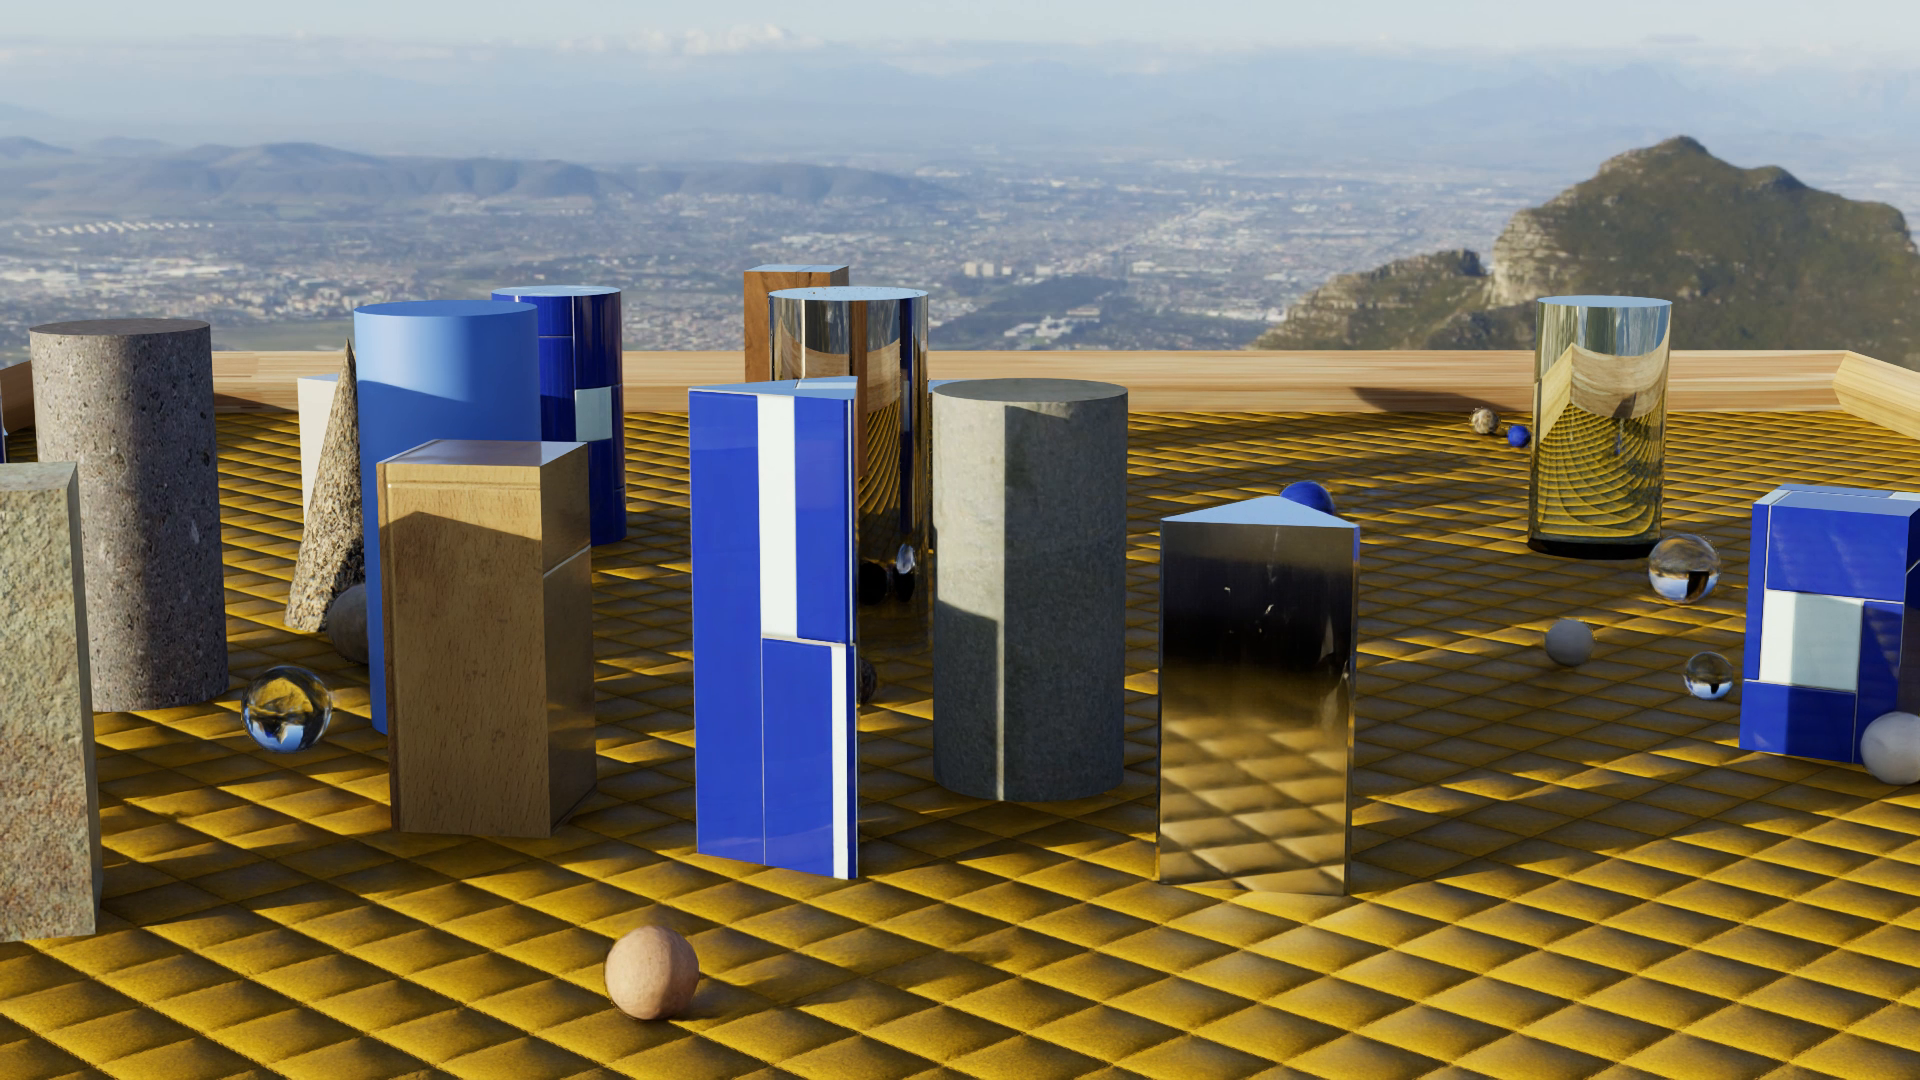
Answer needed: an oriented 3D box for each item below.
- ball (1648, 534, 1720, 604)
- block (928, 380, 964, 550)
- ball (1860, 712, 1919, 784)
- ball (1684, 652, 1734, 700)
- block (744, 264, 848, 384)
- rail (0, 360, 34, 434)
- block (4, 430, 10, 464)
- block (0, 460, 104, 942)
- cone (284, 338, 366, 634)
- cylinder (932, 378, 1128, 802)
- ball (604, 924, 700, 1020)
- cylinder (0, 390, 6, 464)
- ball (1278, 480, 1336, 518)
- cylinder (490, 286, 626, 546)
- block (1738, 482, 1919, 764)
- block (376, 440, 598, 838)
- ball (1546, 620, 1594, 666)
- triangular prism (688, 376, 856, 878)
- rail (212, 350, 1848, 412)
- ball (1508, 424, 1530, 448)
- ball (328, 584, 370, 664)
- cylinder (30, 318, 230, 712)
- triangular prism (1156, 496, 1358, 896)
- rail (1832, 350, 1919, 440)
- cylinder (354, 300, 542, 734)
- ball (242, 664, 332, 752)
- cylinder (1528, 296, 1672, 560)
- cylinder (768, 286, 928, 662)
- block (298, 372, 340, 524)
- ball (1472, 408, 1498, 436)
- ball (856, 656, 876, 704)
[{"bbox_3d":[0.990,0.039,3.511,0.096,0.096,0.096,0,10,0],"label":"ball"},{"bbox_3d":[-0.030,-0.119,3.967,0.158,0.240,0.158,-1,11,-8],"label":"block"},{"bbox_3d":[0.963,0.213,2.629,0.075,0.075,0.075,0,10,0],"label":"ball"},{"bbox_3d":[0.870,0.158,2.980,0.056,0.056,0.056,0,10,0],"label":"ball"},{"bbox_3d":[-0.296,-0.315,4.690,0.158,0.363,0.158,2,11,10],"label":"block"},{"bbox_3d":[-1.874,0.035,3.438,0.045,0.129,4.066,0,10,0],"label":"rail"},{"bbox_3d":[-1.203,0.022,3.028,0.158,0.306,0.158,-5,11,-23],"label":"block"},{"bbox_3d":[-0.832,0.136,2.197,0.158,0.383,0.158,-3,11,-15],"label":"block"},{"bbox_3d":[-0.802,-0.082,3.394,0.198,0.376,0.198,0,10,0],"label":"cone"},{"bbox_3d":[0.071,0.046,2.629,0.198,0.403,0.198,0,10,0],"label":"cylinder"},{"bbox_3d":[-0.238,0.334,1.982,0.073,0.073,0.073,0,10,0],"label":"ball"},{"bbox_3d":[-1.044,0.024,2.542,0.198,0.480,0.198,0,10,0],"label":"cylinder"},{"bbox_3d":[0.534,-0.045,3.976,0.093,0.093,0.093,0,10,0],"label":"ball"},{"bbox_3d":[-0.621,-0.194,3.980,0.198,0.385,0.198,0,10,0],"label":"cylinder"},{"bbox_3d":[0.948,0.088,2.775,0.158,0.268,0.158,6,12,29],"label":"block"},{"bbox_3d":[-0.458,0.092,2.504,0.158,0.359,0.158,1,11,8],"label":"block"},{"bbox_3d":[0.747,0.126,3.144,0.058,0.058,0.058,0,10,0],"label":"ball"},{"bbox_3d":[-0.136,0.073,2.391,0.171,0.438,0.148,6,12,28],"label":"triangular prism"},{"bbox_3d":[-0.012,-0.333,5.424,3.796,0.129,0.045,0,10,0],"label":"rail"},{"bbox_3d":[1.076,-0.199,4.940,0.045,0.045,0.045,0,10,0],"label":"ball"},{"bbox_3d":[-0.728,0.103,3.161,0.099,0.099,0.099,0,10,0],"label":"ball"},{"bbox_3d":[-0.964,-0.033,2.985,0.198,0.430,0.198,0,10,0],"label":"cylinder"},{"bbox_3d":[0.276,0.136,2.338,0.171,0.333,0.148,2,11,12],"label":"triangular prism"},{"bbox_3d":[1.874,0.031,3.459,0.045,0.129,4.066,0,10,0],"label":"rail"},{"bbox_3d":[-0.563,-0.026,2.855,0.198,0.464,0.198,0,10,0],"label":"cylinder"},{"bbox_3d":[-0.722,0.181,2.753,0.093,0.093,0.093,0,10,0],"label":"ball"},{"bbox_3d":[0.968,-0.173,3.888,0.198,0.377,0.198,0,10,0],"label":"cylinder"},{"bbox_3d":[-0.138,-0.086,3.222,0.198,0.447,0.198,0,10,0],"label":"cylinder"},{"bbox_3d":[-0.829,-0.091,3.682,0.158,0.289,0.158,7,13,34],"label":"block"},{"bbox_3d":[1.047,-0.236,5.115,0.053,0.053,0.053,0,10,0],"label":"ball"},{"bbox_3d":[-0.125,0.161,2.955,0.058,0.058,0.058,0,10,0],"label":"ball"}]
